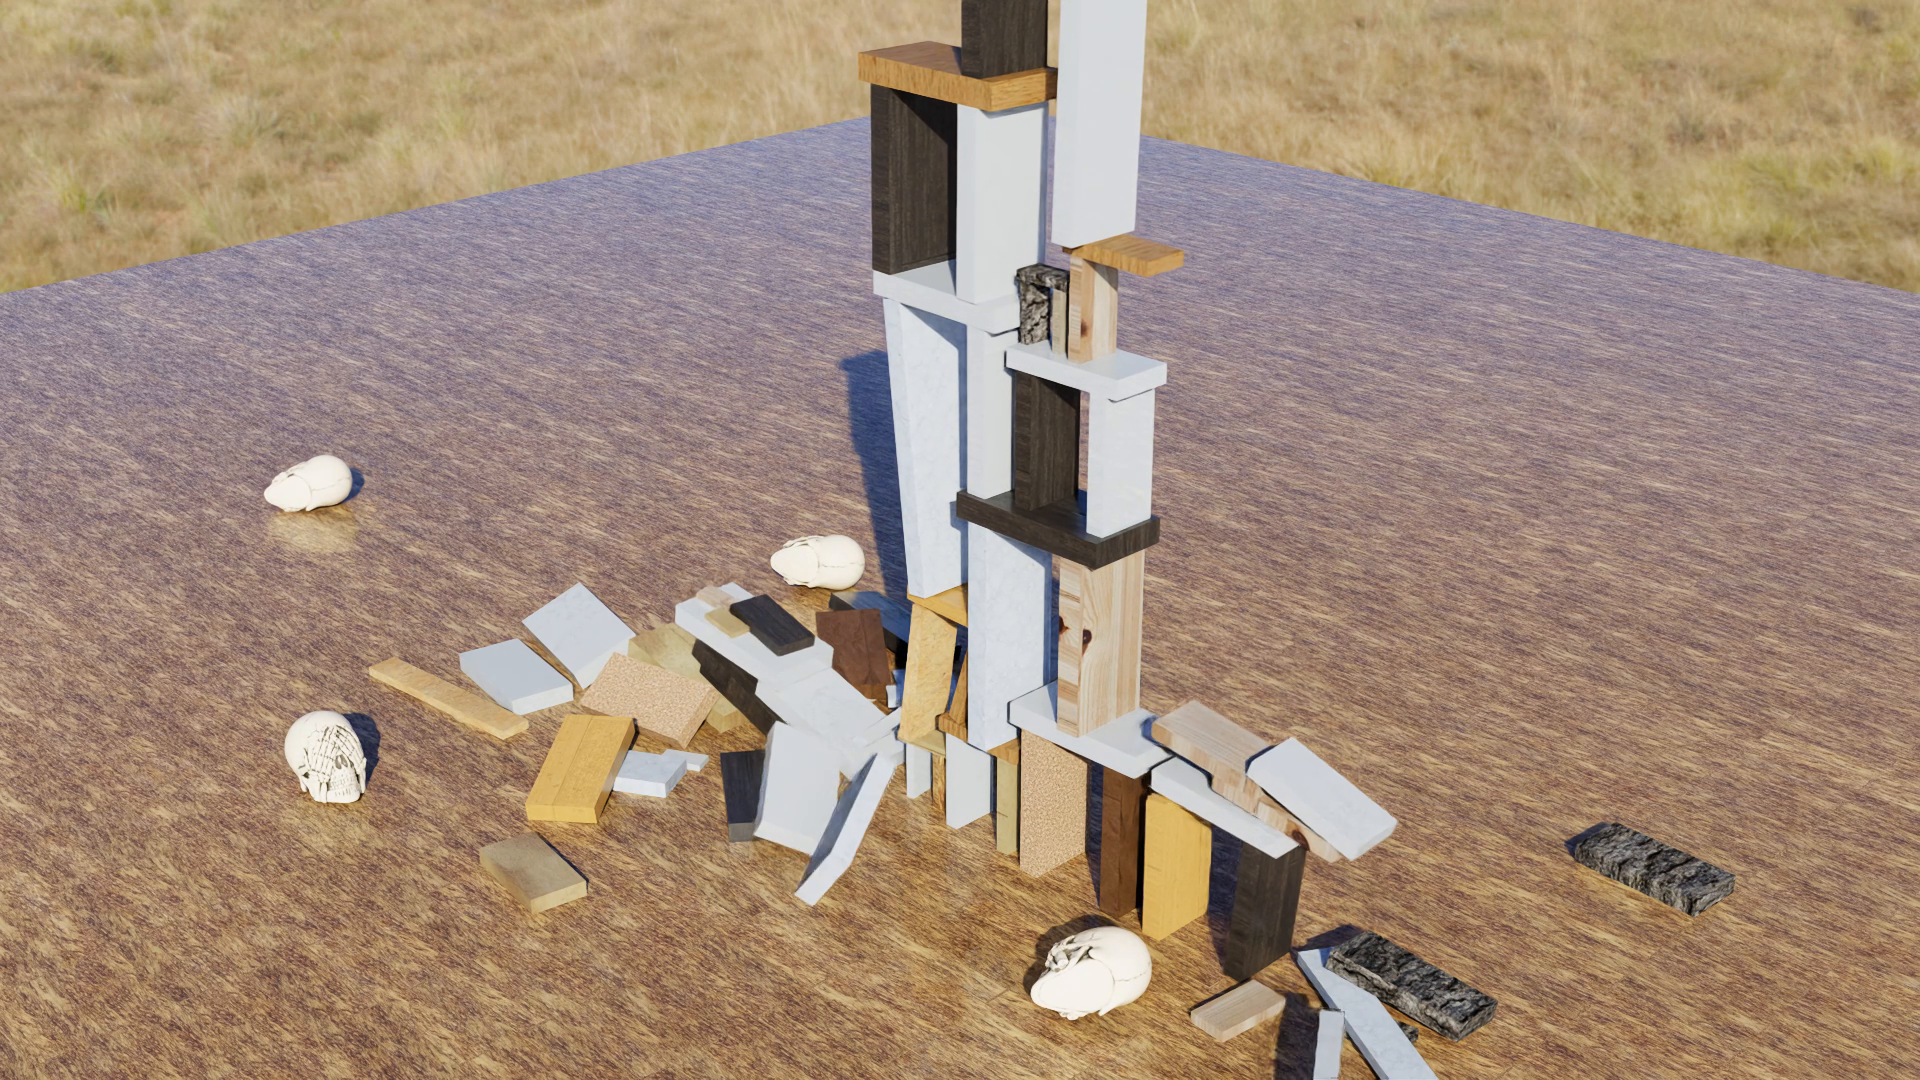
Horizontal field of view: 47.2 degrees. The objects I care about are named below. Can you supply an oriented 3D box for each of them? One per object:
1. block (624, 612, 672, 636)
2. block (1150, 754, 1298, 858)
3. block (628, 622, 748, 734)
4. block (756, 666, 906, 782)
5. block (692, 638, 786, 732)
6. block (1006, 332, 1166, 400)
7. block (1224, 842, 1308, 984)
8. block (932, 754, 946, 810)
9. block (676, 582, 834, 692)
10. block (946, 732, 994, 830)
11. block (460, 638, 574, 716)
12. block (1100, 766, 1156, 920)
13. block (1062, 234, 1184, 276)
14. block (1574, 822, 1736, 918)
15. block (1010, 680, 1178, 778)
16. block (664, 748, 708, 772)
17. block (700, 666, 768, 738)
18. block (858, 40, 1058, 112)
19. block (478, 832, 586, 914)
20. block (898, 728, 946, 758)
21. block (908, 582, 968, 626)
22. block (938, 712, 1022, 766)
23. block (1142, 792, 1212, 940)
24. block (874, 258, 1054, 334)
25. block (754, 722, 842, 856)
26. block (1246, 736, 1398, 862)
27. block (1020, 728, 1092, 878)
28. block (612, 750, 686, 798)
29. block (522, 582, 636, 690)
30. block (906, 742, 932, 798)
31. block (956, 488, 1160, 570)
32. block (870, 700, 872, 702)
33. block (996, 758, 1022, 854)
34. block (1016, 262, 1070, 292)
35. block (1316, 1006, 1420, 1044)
[{"bbox_3d":[-0.674,0.261,5.086,0.165,0.047,0.329,-21,31,-40],"label":"block"},{"bbox_3d":[0.492,0.457,3.883,0.142,0.040,0.284,-21,36,-41],"label":"block"},{"bbox_3d":[-0.572,0.297,4.901,0.329,0.047,0.165,35,39,32],"label":"block"},{"bbox_3d":[-0.265,0.379,4.676,0.164,0.046,0.328,-23,50,-42],"label":"block"},{"bbox_3d":[-0.416,0.310,4.786,0.164,0.046,0.328,-23,56,-42],"label":"block"},{"bbox_3d":[0.221,-0.307,3.859,0.130,0.037,0.260,-21,31,-40],"label":"block"},{"bbox_3d":[0.545,0.634,3.900,0.142,0.284,0.040,-21,36,-41],"label":"block"},{"bbox_3d":[-0.024,0.481,4.463,0.064,0.128,0.018,-15,27,-32],"label":"block"},{"bbox_3d":[-0.449,0.207,4.784,0.328,0.046,0.164,30,37,33],"label":"block"},{"bbox_3d":[0.020,0.465,4.399,0.029,0.208,0.104,21,31,41],"label":"block"},{"bbox_3d":[-1.006,0.309,4.980,0.144,0.041,0.288,-15,27,-32],"label":"block"},{"bbox_3d":[0.332,0.537,4.099,0.044,0.309,0.154,21,31,41],"label":"block"},{"bbox_3d":[0.275,-0.489,3.724,0.095,0.027,0.190,-21,33,-41],"label":"block"},{"bbox_3d":[1.334,0.631,4.226,0.132,0.037,0.265,-19,29,-37],"label":"block"},{"bbox_3d":[0.258,0.346,4.098,0.309,0.044,0.154,21,31,40],"label":"block"},{"bbox_3d":[-0.585,0.465,4.648,0.095,0.014,0.048,7,24,16],"label":"block"},{"bbox_3d":[-0.451,0.329,4.811,0.228,0.032,0.114,41,42,22],"label":"block"},{"bbox_3d":[-0.002,-0.822,3.884,0.173,0.049,0.347,-20,31,-39],"label":"block"},{"bbox_3d":[-0.821,0.636,4.219,0.114,0.032,0.228,-16,28,-33],"label":"block"},{"bbox_3d":[-0.058,0.403,4.460,0.128,0.018,0.064,18,29,36],"label":"block"},{"bbox_3d":[0.011,0.119,4.276,0.109,0.031,0.218,-20,31,-39],"label":"block"},{"bbox_3d":[0.069,0.375,4.307,0.104,0.029,0.208,-21,31,-40],"label":"block"},{"bbox_3d":[0.400,0.578,4.033,0.142,0.284,0.040,-21,30,-40],"label":"block"},{"bbox_3d":[0.009,-0.454,4.026,0.162,0.046,0.324,-20,31,-39],"label":"block"},{"bbox_3d":[-0.320,0.496,4.382,0.149,0.042,0.297,22,33,-14],"label":"block"},{"bbox_3d":[0.616,0.439,3.746,0.236,0.033,0.118,39,41,27],"label":"block"},{"bbox_3d":[0.186,0.480,4.233,0.044,0.309,0.154,21,31,41],"label":"block"},{"bbox_3d":[-0.698,0.481,4.586,0.228,0.032,0.114,6,24,15],"label":"block"},{"bbox_3d":[-0.879,0.219,5.105,0.165,0.047,0.329,-35,35,-16],"label":"block"},{"bbox_3d":[-0.083,0.460,4.513,0.018,0.128,0.064,16,28,34],"label":"block"},{"bbox_3d":[0.176,-0.042,4.009,0.346,0.049,0.173,21,31,41],"label":"block"},{"bbox_3d":[-0.240,0.329,4.960,0.071,0.020,0.141,-18,29,-36],"label":"block"},{"bbox_3d":[0.119,0.503,4.309,0.029,0.208,0.104,21,31,41],"label":"block"},{"bbox_3d":[0.161,-0.461,3.855,0.116,0.016,0.058,21,31,40],"label":"block"},{"bbox_3d":[0.697,0.835,3.765,0.154,0.022,0.077,18,29,35],"label":"block"}]
